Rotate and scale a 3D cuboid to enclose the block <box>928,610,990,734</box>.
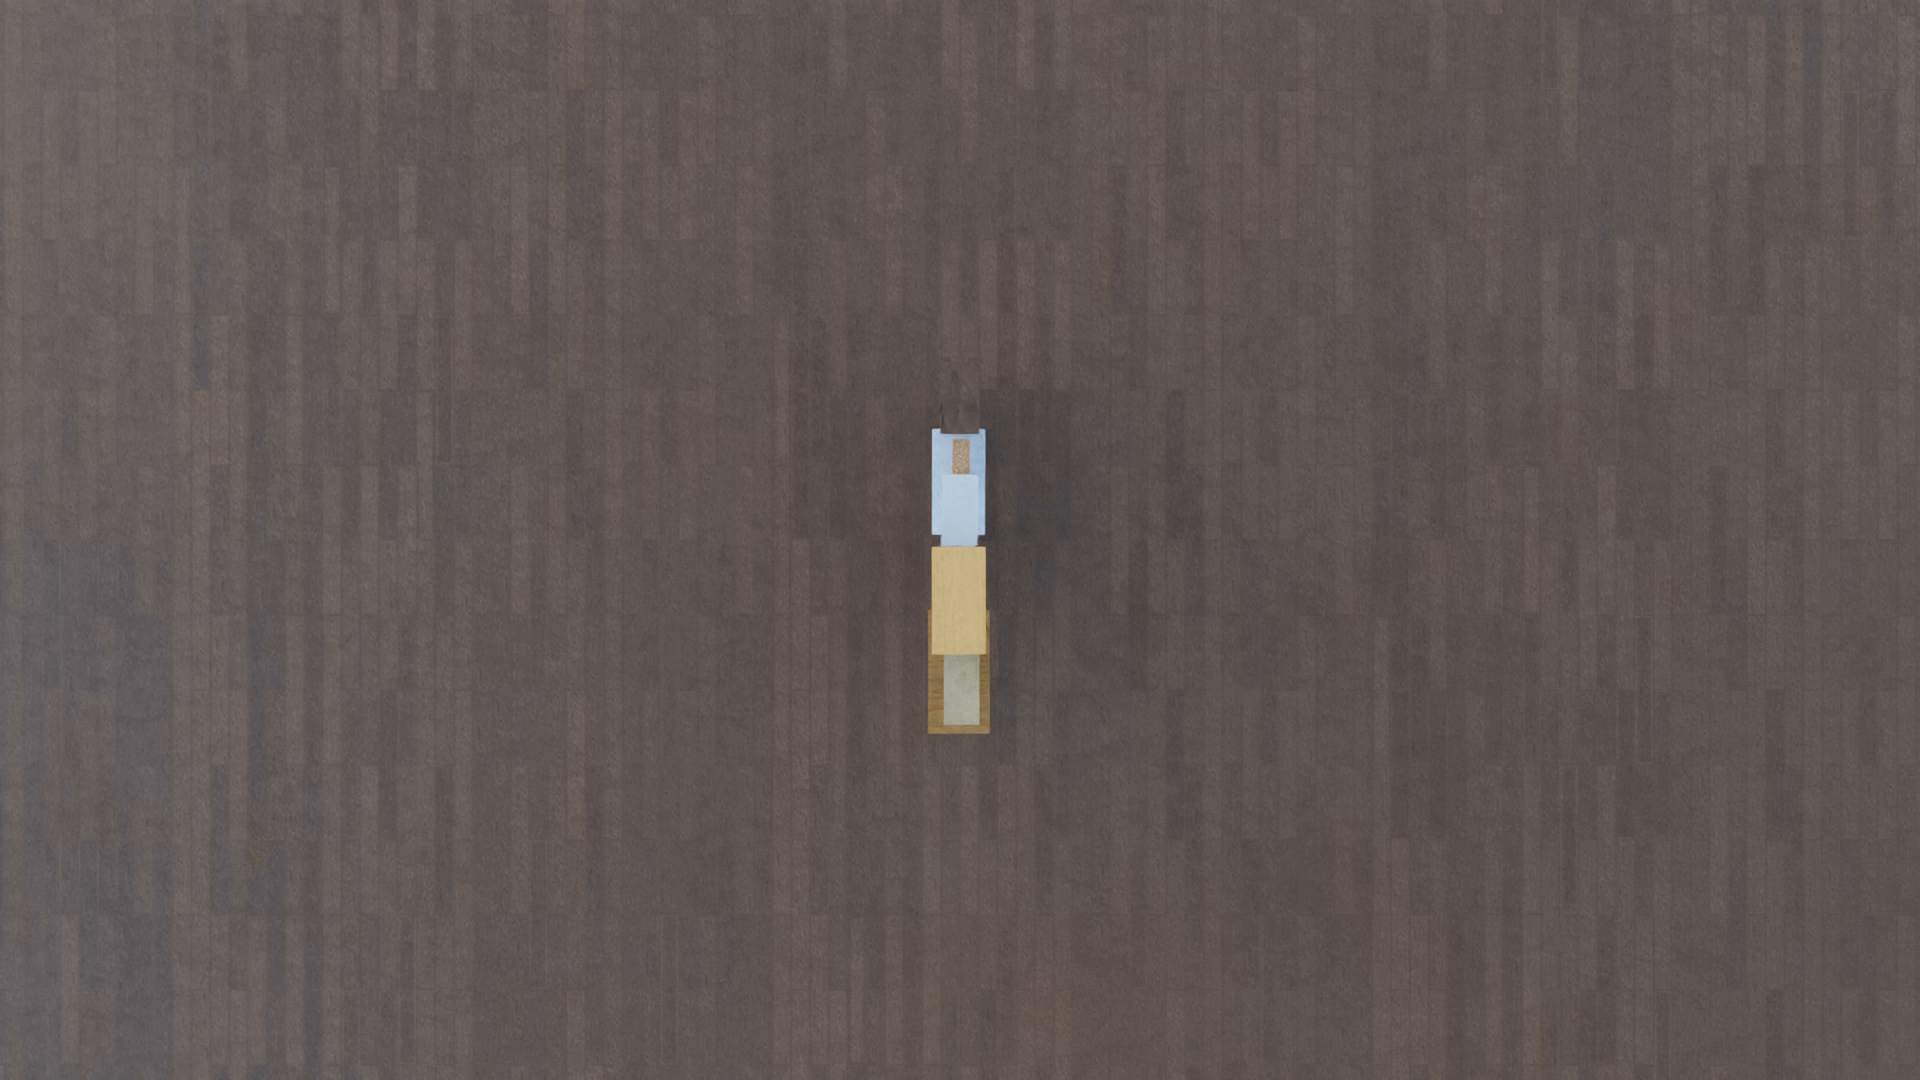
[{"bbox_3d":[-0.003,0.362,4.551,0.169,0.048,0.338,0,90,0],"label":"block"}]

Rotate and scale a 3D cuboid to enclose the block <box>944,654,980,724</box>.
[{"bbox_3d":[0.004,0.390,4.327,0.093,0.026,0.186,0,90,0],"label":"block"}]

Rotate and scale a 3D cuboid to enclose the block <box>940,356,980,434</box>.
[{"bbox_3d":[-0.001,-0.382,4.353,0.102,0.029,0.204,0,90,0],"label":"block"}]

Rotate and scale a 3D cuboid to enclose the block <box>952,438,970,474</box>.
[{"bbox_3d":[0.003,-0.226,4.471,0.047,0.013,0.095,1,90,0],"label":"block"}]

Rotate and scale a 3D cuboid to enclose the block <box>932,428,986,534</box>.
[{"bbox_3d":[-0.004,-0.161,4.593,0.147,0.042,0.293,0,90,0],"label":"block"}]

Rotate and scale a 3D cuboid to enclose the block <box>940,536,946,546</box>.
[{"bbox_3d":[-0.005,0.089,4.701,0.099,0.028,0.198,0,90,0],"label":"block"}]

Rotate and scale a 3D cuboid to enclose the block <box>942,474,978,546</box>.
[{"bbox_3d":[0.000,-0.080,4.372,0.094,0.027,0.187,1,90,0],"label":"block"}]

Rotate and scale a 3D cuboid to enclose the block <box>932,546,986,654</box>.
[{"bbox_3d":[-0.003,0.155,4.233,0.137,0.039,0.274,0,90,0],"label":"block"}]
